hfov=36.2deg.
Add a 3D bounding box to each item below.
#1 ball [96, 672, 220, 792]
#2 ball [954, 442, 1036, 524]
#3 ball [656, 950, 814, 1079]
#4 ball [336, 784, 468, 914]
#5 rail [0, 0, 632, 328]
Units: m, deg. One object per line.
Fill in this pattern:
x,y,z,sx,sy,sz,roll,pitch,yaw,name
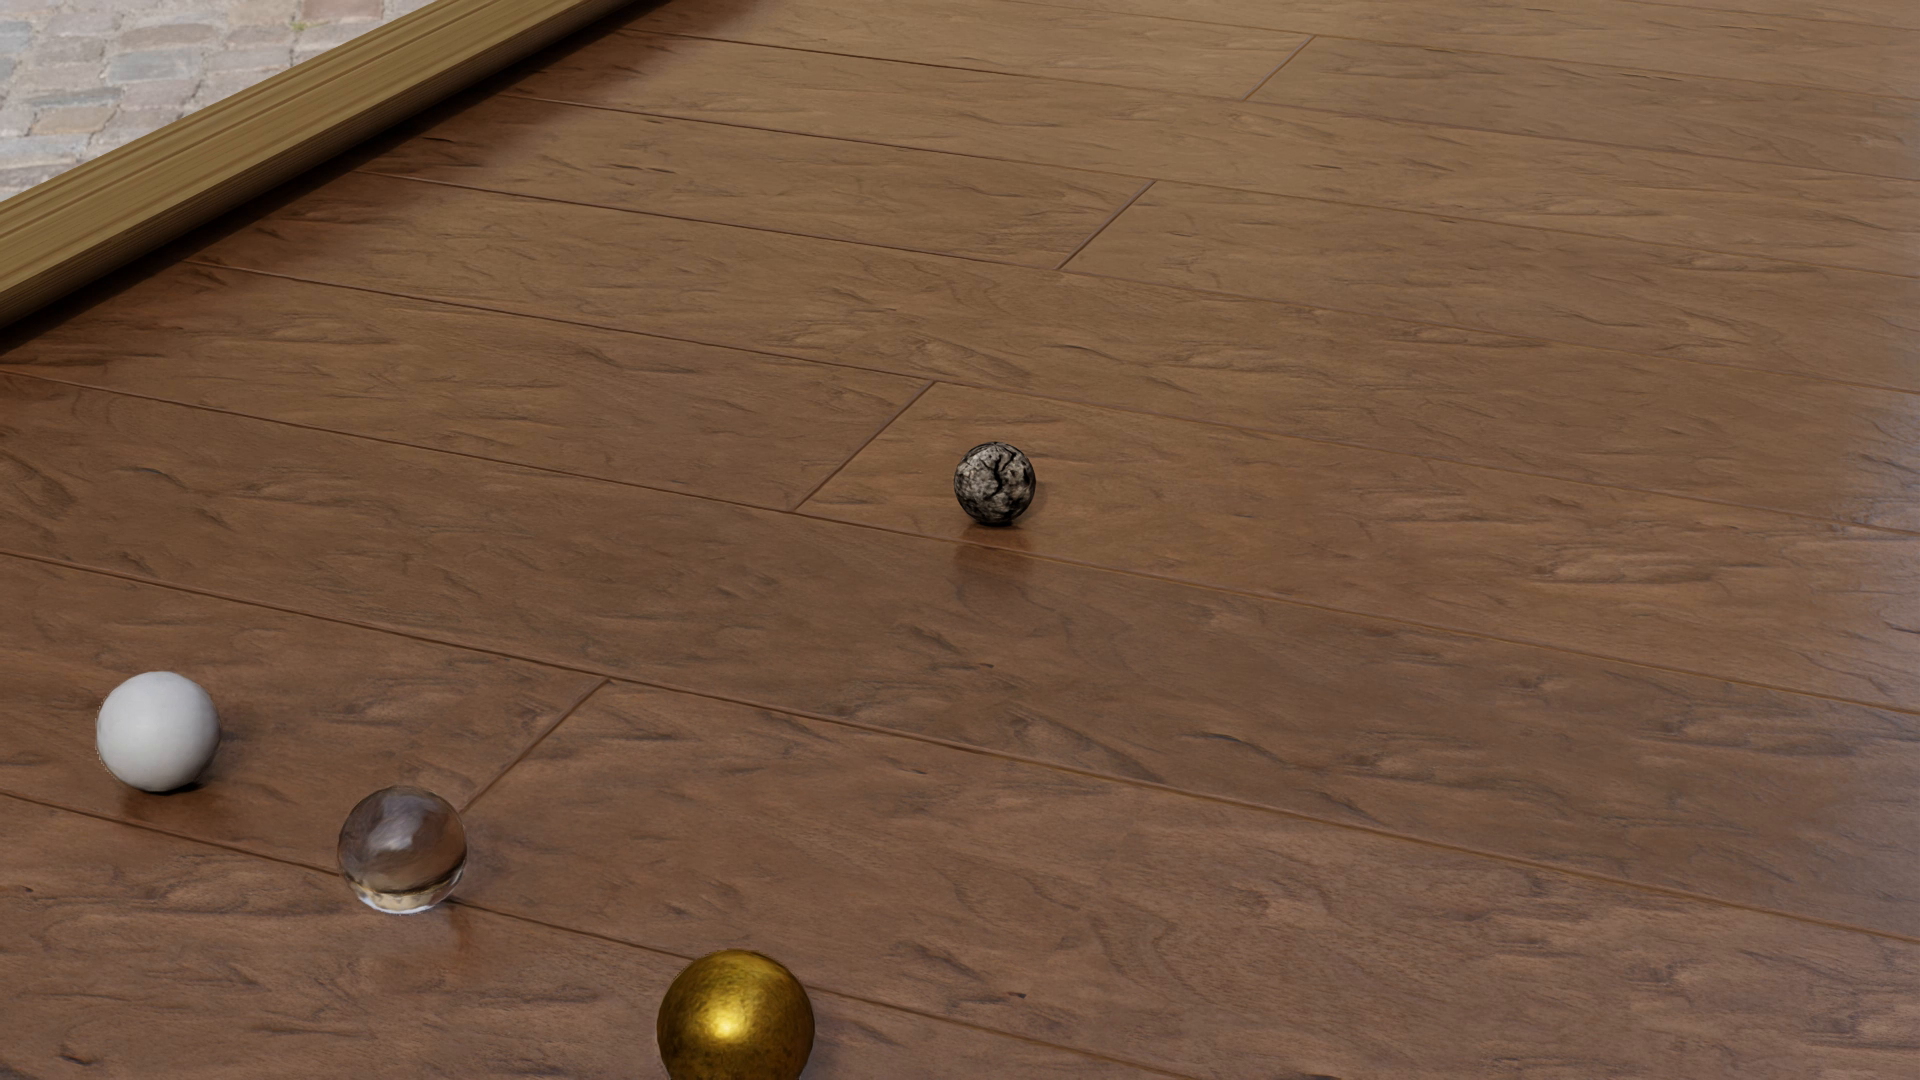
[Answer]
-0.442,0.106,1.624,0.067,0.067,0.067,0,26,0,ball
0.023,-0.038,1.938,0.054,0.054,0.054,0,26,0,ball
-0.104,0.227,1.362,0.073,0.073,0.073,0,26,0,ball
-0.287,0.159,1.512,0.066,0.066,0.066,0,26,0,ball
-0.473,-0.458,2.770,0.045,0.095,3.077,10,27,20,rail
